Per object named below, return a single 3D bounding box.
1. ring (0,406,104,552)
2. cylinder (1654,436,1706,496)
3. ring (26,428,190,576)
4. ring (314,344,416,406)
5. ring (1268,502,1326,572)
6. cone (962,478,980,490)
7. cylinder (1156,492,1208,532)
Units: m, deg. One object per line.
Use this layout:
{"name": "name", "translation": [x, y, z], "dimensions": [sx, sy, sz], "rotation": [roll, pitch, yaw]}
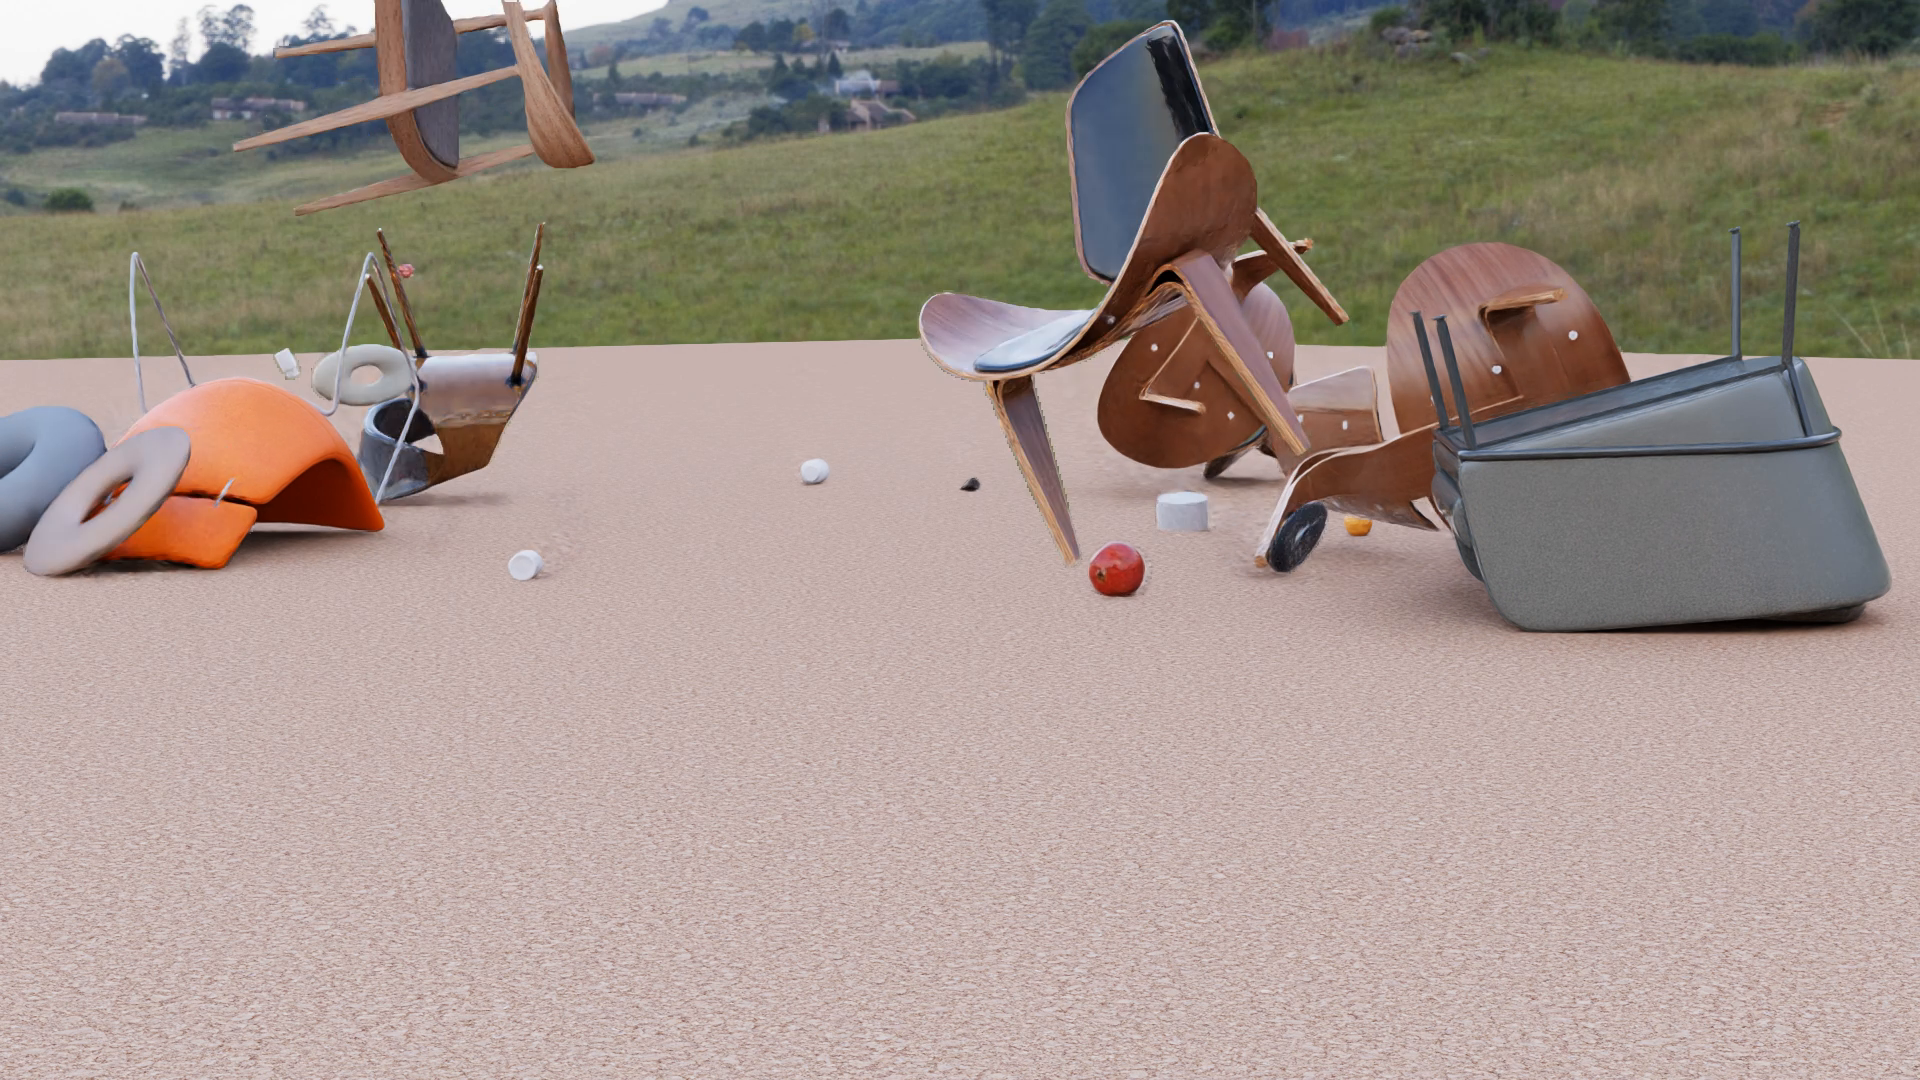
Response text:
{"name": "ring", "translation": [-2.267, -0.141, 6.134], "dimensions": [0.484, 0.165, 0.405], "rotation": [-27, 39, 3]}
{"name": "cylinder", "translation": [2.002, -0.207, 7.133], "dimensions": [0.094, 0.148, 0.186], "rotation": [18, 0, 8]}
{"name": "ring", "translation": [-1.905, -0.087, 5.738], "dimensions": [0.466, 0.066, 0.436], "rotation": [-30, 33, 12]}
{"name": "ring", "translation": [-1.612, -0.447, 6.962], "dimensions": [0.048, 0.168, 0.387], "rotation": [12, 11, 30]}
{"name": "ring", "translation": [0.738, -0.006, 5.601], "dimensions": [0.043, 0.180, 0.182], "rotation": [36, -2, 25]}
{"name": "cone", "translation": [0.021, -0.161, 7.887], "dimensions": [0.065, 0.036, 0.050], "rotation": [-27, -44, 34]}
{"name": "cylinder", "translation": [0.575, -0.071, 6.628], "dimensions": [0.133, 0.078, 0.086], "rotation": [-3, 19, -1]}
